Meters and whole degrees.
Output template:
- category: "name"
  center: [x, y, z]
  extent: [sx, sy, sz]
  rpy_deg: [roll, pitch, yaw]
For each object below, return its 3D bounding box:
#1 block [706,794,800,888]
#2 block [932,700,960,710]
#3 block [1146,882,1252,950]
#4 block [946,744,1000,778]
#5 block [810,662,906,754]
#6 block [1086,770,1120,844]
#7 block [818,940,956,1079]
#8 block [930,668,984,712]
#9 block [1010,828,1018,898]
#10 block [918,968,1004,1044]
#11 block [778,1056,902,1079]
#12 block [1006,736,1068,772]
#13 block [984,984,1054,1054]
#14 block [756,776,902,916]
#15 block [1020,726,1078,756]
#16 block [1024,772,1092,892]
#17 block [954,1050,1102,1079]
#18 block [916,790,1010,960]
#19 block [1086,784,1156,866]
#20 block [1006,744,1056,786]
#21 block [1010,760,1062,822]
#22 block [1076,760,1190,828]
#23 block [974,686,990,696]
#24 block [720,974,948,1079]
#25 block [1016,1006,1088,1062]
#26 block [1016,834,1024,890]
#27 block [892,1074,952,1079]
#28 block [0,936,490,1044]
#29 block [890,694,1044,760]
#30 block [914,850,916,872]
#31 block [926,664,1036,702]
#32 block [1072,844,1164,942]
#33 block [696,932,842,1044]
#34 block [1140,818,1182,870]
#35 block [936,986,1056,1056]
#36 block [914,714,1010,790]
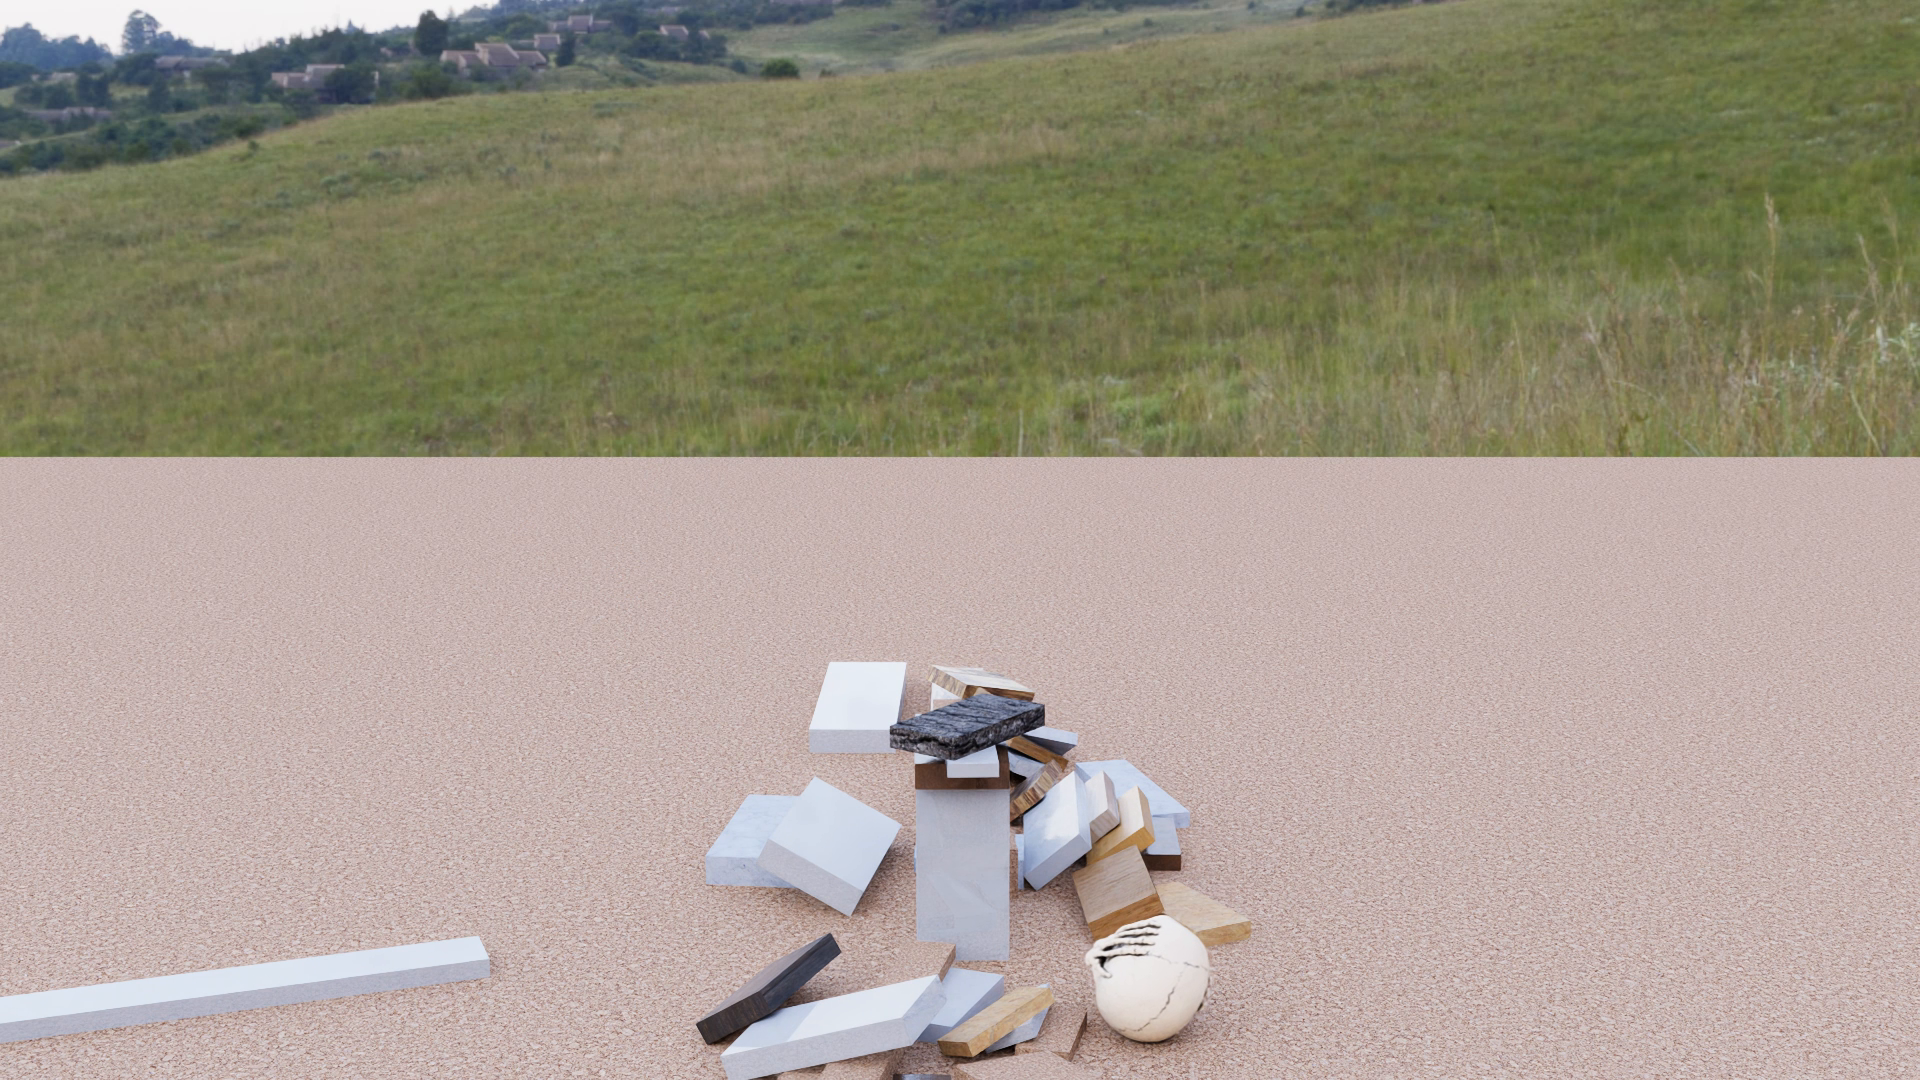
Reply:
- category: "block"
  center: [-0.321, 0.527, 3.872]
  extent: [0.176, 0.050, 0.353]
  rpy_deg: [1, 11, 6]
- category: "block"
  center: [-0.012, 0.409, 4.400]
  extent: [0.085, 0.024, 0.617]
  rpy_deg: [0, 11, -1]
- category: "block"
  center: [0.364, 0.601, 3.530]
  extent: [0.103, 0.029, 0.207]
  rpy_deg: [-6, 12, -28]
- category: "block"
  center: [0.016, 0.322, 3.285]
  extent: [0.075, 0.021, 0.150]
  rpy_deg: [0, 11, -3]
- category: "block"
  center: [-0.216, 0.359, 4.778]
  extent: [0.176, 0.050, 0.578]
  rpy_deg: [0, 11, 1]
- category: "block"
  center: [0.223, 0.491, 3.921]
  extent: [0.119, 0.034, 0.238]
  rpy_deg: [-39, 7, 8]
- category: "block"
  center: [-0.109, 0.674, 3.000]
  extent: [0.077, 0.022, 0.648]
  rpy_deg: [2, 11, 11]
- category: "block"
  center: [-0.004, 0.391, 4.652]
  extent: [0.116, 0.033, 0.873]
  rpy_deg: [0, 11, 0]
- category: "block"
  center: [0.077, 0.537, 3.719]
  extent: [0.024, 0.085, 0.170]
  rpy_deg: [-1, 11, -4]
- category: "block"
  center: [-0.020, 0.669, 3.165]
  extent: [0.102, 0.029, 0.204]
  rpy_deg: [4, 11, 21]
- category: "block"
  center: [-0.165, 0.711, 2.936]
  extent: [0.102, 0.029, 0.204]
  rpy_deg: [4, 11, 21]
- category: "block"
  center: [0.130, 0.406, 4.342]
  extent: [0.170, 0.024, 0.085]
  rpy_deg: [29, -2, -42]
- category: "block"
  center: [0.082, 0.670, 3.088]
  extent: [0.075, 0.021, 0.150]
  rpy_deg: [-22, 5, 15]
- category: "block"
  center: [-0.218, 0.515, 3.729]
  extent: [0.176, 0.050, 0.353]
  rpy_deg: [29, 13, 3]
- category: "block"
  center: [0.142, 0.396, 4.426]
  extent: [0.170, 0.024, 0.085]
  rpy_deg: [13, -23, -14]
- category: "block"
  center: [0.168, 0.505, 3.849]
  extent: [0.119, 0.034, 0.366]
  rpy_deg: [-39, 7, 8]
- category: "block"
  center: [0.155, 0.714, 2.706]
  extent: [0.139, 0.039, 0.473]
  rpy_deg: [-3, 3, -25]
- category: "block"
  center: [0.004, 0.503, 3.365]
  extent: [0.141, 0.283, 0.040]
  rpy_deg: [0, 11, -1]
- category: "block"
  center: [0.276, 0.509, 3.837]
  extent: [0.119, 0.034, 0.239]
  rpy_deg: [-36, 7, 8]
- category: "block"
  center: [0.111, 0.432, 4.333]
  extent: [0.095, 0.027, 0.191]
  rpy_deg: [23, 2, -25]
- category: "block"
  center: [0.128, 0.470, 4.093]
  extent: [0.095, 0.027, 0.191]
  rpy_deg: [-38, -1, 17]
- category: "block"
  center: [0.323, 0.482, 4.172]
  extent: [0.104, 0.029, 0.354]
  rpy_deg: [-3, 11, -15]
- category: "block"
  center: [0.083, 0.377, 4.578]
  extent: [0.116, 0.033, 0.232]
  rpy_deg: [30, 9, -6]
- category: "block"
  center: [-0.169, 0.655, 2.947]
  extent: [0.277, 0.039, 0.139]
  rpy_deg: [-17, 6, 22]
- category: "block"
  center: [0.128, 0.691, 3.066]
  extent: [0.075, 0.021, 0.150]
  rpy_deg: [2, 11, 12]
- category: "block"
  center: [0.102, 0.549, 3.753]
  extent: [0.014, 0.051, 0.137]
  rpy_deg: [0, 11, 2]
- category: "block"
  center: [-0.052, 0.733, 2.840]
  extent: [0.077, 0.022, 0.154]
  rpy_deg: [0, 11, 2]
- category: "block"
  center: [-1.133, 0.663, 3.196]
  extent: [0.874, 0.029, 0.102]
  rpy_deg: [-4, 11, -21]
- category: "block"
  center: [0.013, 0.283, 3.347]
  extent: [0.119, 0.034, 0.238]
  rpy_deg: [8, 13, 35]
- category: "block"
  center: [-0.023, 0.521, 3.859]
  extent: [0.100, 0.028, 0.201]
  rpy_deg: [1, 22, 3]
- category: "block"
  center: [0.046, 0.319, 4.814]
  extent: [0.116, 0.033, 0.232]
  rpy_deg: [26, 10, 41]
- category: "block"
  center: [0.254, 0.569, 3.561]
  extent: [0.119, 0.034, 0.238]
  rpy_deg: [-25, 11, 1]
- category: "block"
  center: [-0.271, 0.640, 3.147]
  extent: [0.119, 0.034, 0.239]
  rpy_deg: [-31, -2, 23]
- category: "block"
  center: [0.331, 0.536, 3.882]
  extent: [0.103, 0.029, 0.207]
  rpy_deg: [0, 11, 2]
- category: "block"
  center: [0.050, 0.665, 3.038]
  extent: [0.154, 0.022, 0.077]
  rpy_deg: [-26, 6, -34]
- category: "block"
  center: [0.001, 0.327, 3.425]
  extent: [0.141, 0.040, 0.283]
  rpy_deg: [0, 11, -1]
